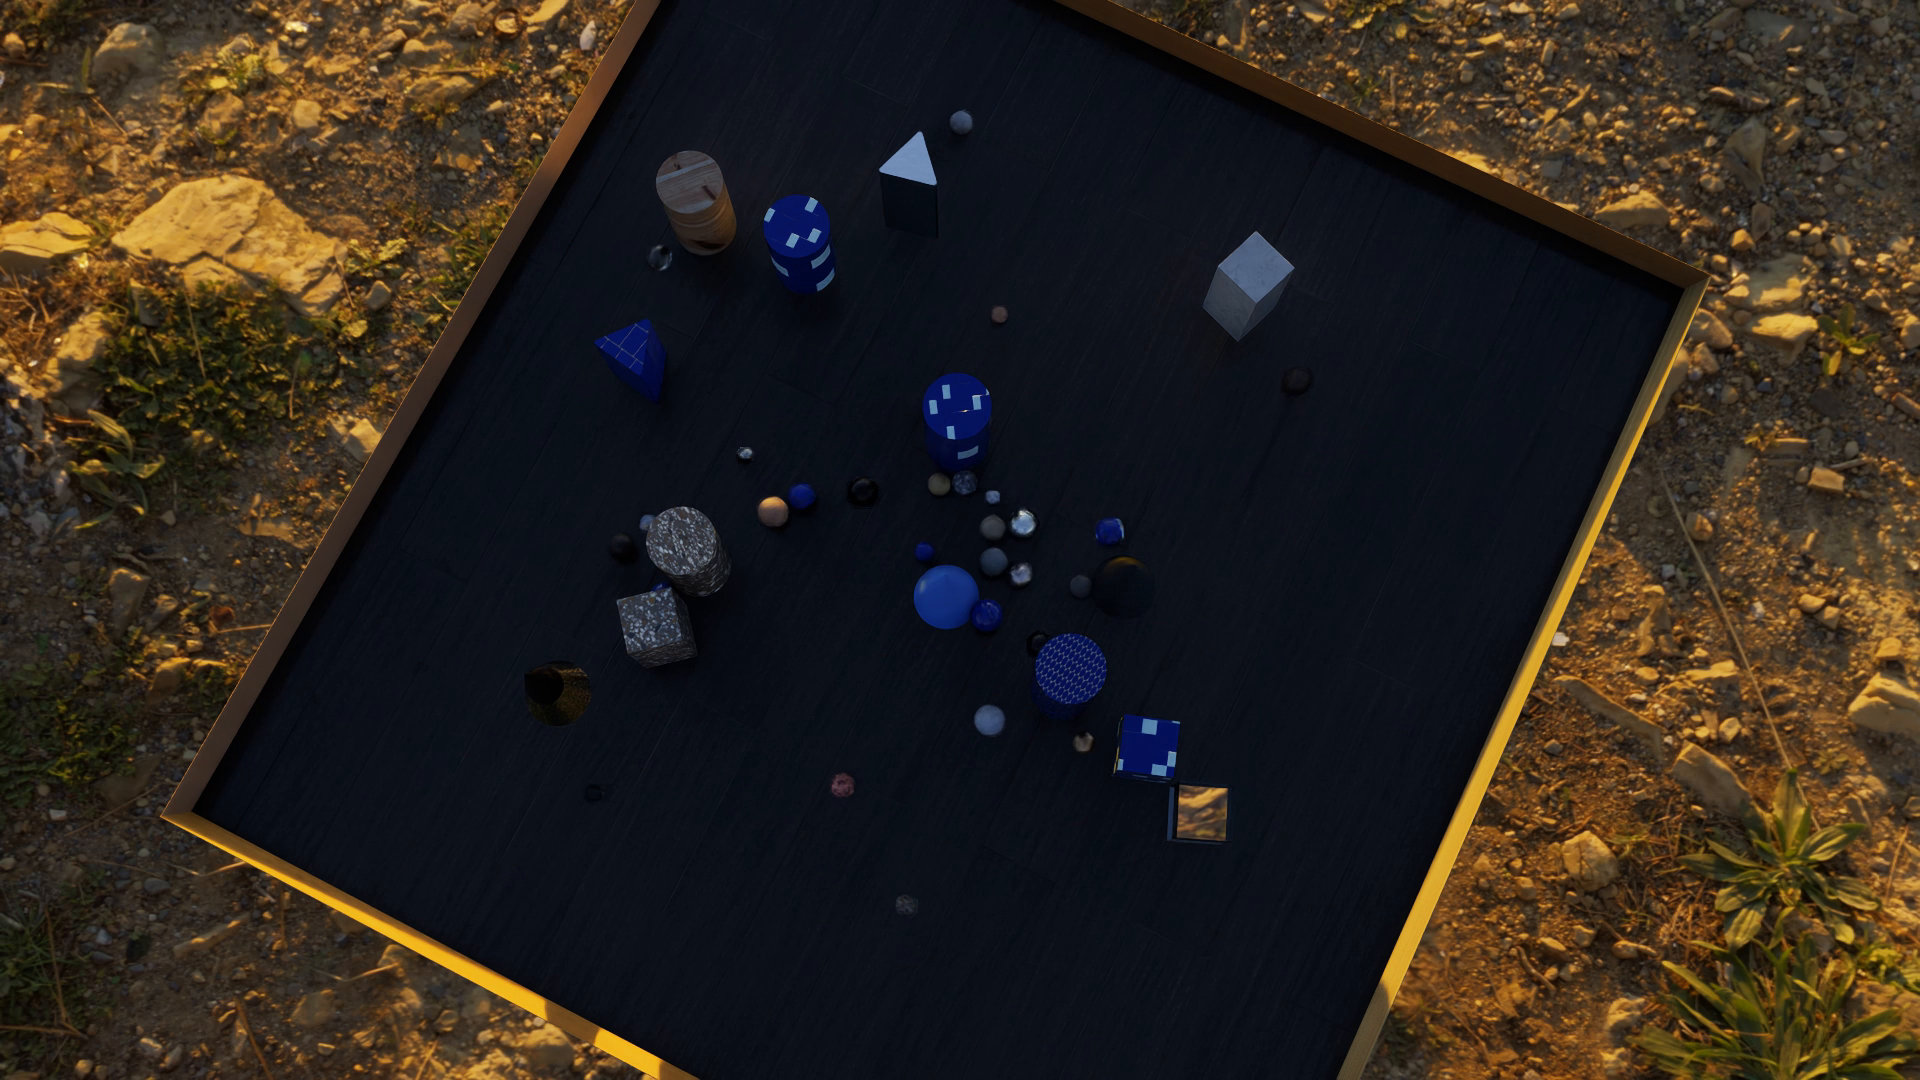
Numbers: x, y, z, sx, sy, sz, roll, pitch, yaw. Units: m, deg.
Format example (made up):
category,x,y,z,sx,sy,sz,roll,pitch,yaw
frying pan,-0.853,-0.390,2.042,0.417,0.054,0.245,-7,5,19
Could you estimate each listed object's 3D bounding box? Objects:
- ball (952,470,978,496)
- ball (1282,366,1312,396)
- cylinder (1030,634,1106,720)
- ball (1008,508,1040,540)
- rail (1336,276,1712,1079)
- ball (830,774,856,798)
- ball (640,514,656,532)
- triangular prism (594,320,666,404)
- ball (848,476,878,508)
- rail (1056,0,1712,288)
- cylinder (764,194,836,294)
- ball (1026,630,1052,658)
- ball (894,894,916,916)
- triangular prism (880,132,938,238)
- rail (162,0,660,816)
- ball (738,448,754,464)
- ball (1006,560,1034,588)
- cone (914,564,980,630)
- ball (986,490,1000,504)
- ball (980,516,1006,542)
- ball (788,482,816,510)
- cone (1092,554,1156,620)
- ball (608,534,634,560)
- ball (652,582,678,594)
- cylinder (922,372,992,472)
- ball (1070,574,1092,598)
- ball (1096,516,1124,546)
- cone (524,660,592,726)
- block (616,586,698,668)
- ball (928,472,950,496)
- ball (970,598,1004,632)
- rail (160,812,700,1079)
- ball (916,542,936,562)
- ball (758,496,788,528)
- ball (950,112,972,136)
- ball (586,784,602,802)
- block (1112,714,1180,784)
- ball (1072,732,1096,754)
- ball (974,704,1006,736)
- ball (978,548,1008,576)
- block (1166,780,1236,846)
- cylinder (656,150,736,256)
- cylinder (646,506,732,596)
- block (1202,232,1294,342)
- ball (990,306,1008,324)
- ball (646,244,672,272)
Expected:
category,x,y,z,sx,sy,sz,roll,pitch,yaw
ball,0.015,-0.177,5.613,0.078,0.078,0.078,0,78,0
ball,1.042,-0.493,5.671,0.092,0.092,0.092,0,78,0
cylinder,0.310,0.402,5.319,0.200,0.420,0.200,0,78,0
ball,0.193,-0.051,5.577,0.099,0.099,0.099,0,78,0
rail,1.505,0.744,5.395,0.045,0.130,3.557,26,80,5
ball,-0.347,0.727,5.430,0.072,0.072,0.072,0,78,0
ball,-0.952,-0.051,5.599,0.055,0.055,0.055,0,78,0
triangular prism,-0.967,-0.563,5.573,0.173,0.313,0.150,35,80,7
ball,-0.296,-0.148,5.599,0.095,0.095,0.095,0,78,0
rail,0.785,-1.530,5.866,3.414,0.130,0.045,26,80,5
cylinder,-0.489,-0.906,5.639,0.200,0.323,0.200,0,78,0
ball,0.241,0.314,5.509,0.081,0.081,0.081,0,78,0
ball,-0.159,1.071,5.363,0.062,0.062,0.062,0,78,0
triangular prism,-0.136,-1.094,5.621,0.173,0.435,0.150,14,79,3
rail,-1.505,-0.730,5.700,0.045,0.130,3.557,26,80,5
ball,-0.658,-0.259,5.645,0.050,0.050,0.050,0,78,0
ball,0.181,0.104,5.552,0.085,0.085,0.085,0,78,0
cone,-0.041,0.135,5.397,0.200,0.375,0.200,0,78,0
ball,0.101,-0.131,5.621,0.045,0.045,0.045,0,78,0
ball,0.099,-0.035,5.583,0.081,0.081,0.081,0,78,0
ball,-0.483,-0.134,5.601,0.085,0.085,0.085,0,78,0
cone,0.499,0.107,5.411,0.200,0.359,0.200,0,78,0
ball,-1.029,0.021,5.572,0.079,0.079,0.079,0,78,0
ball,-0.895,0.166,5.542,0.079,0.079,0.079,0,78,0
cylinder,-0.008,-0.347,5.486,0.200,0.396,0.200,0,78,0
ball,0.366,0.140,5.552,0.071,0.071,0.071,0,78,0
ball,0.456,-0.026,5.576,0.090,0.090,0.090,0,78,0
cone,-1.211,0.416,5.304,0.200,0.445,0.200,0,78,0
block,-0.889,0.261,5.401,0.160,0.316,0.160,-14,79,-3
ball,-0.064,-0.171,5.615,0.072,0.072,0.072,0,78,0
ball,0.081,0.227,5.519,0.100,0.100,0.100,0,78,0
rail,-0.785,1.544,5.230,3.414,0.130,0.045,26,80,5
ball,-0.104,0.037,5.576,0.065,0.065,0.065,0,78,0
ball,-0.569,-0.085,5.586,0.095,0.095,0.095,0,78,0
ball,0.004,-1.332,5.854,0.075,0.075,0.075,0,78,0
ball,-1.085,0.752,5.435,0.052,0.052,0.052,0,78,0
block,0.542,0.613,5.366,0.160,0.242,0.160,8,78,2
ball,0.369,0.603,5.457,0.067,0.067,0.067,0,78,0
ball,0.088,0.535,5.458,0.094,0.094,0.094,0,78,0
ball,0.101,0.067,5.558,0.089,0.089,0.089,0,78,0
block,0.699,0.794,5.322,0.160,0.256,0.160,4,78,1
cylinder,-0.809,-1.034,5.649,0.200,0.355,0.200,0,78,0
cylinder,-0.798,0.039,5.422,0.200,0.365,0.200,0,78,0
block,0.875,-0.768,5.588,0.160,0.367,0.160,-43,81,-8
ball,0.121,-0.705,5.734,0.056,0.056,0.056,0,78,0
ball,-0.945,-0.887,5.758,0.082,0.082,0.082,0,78,0
